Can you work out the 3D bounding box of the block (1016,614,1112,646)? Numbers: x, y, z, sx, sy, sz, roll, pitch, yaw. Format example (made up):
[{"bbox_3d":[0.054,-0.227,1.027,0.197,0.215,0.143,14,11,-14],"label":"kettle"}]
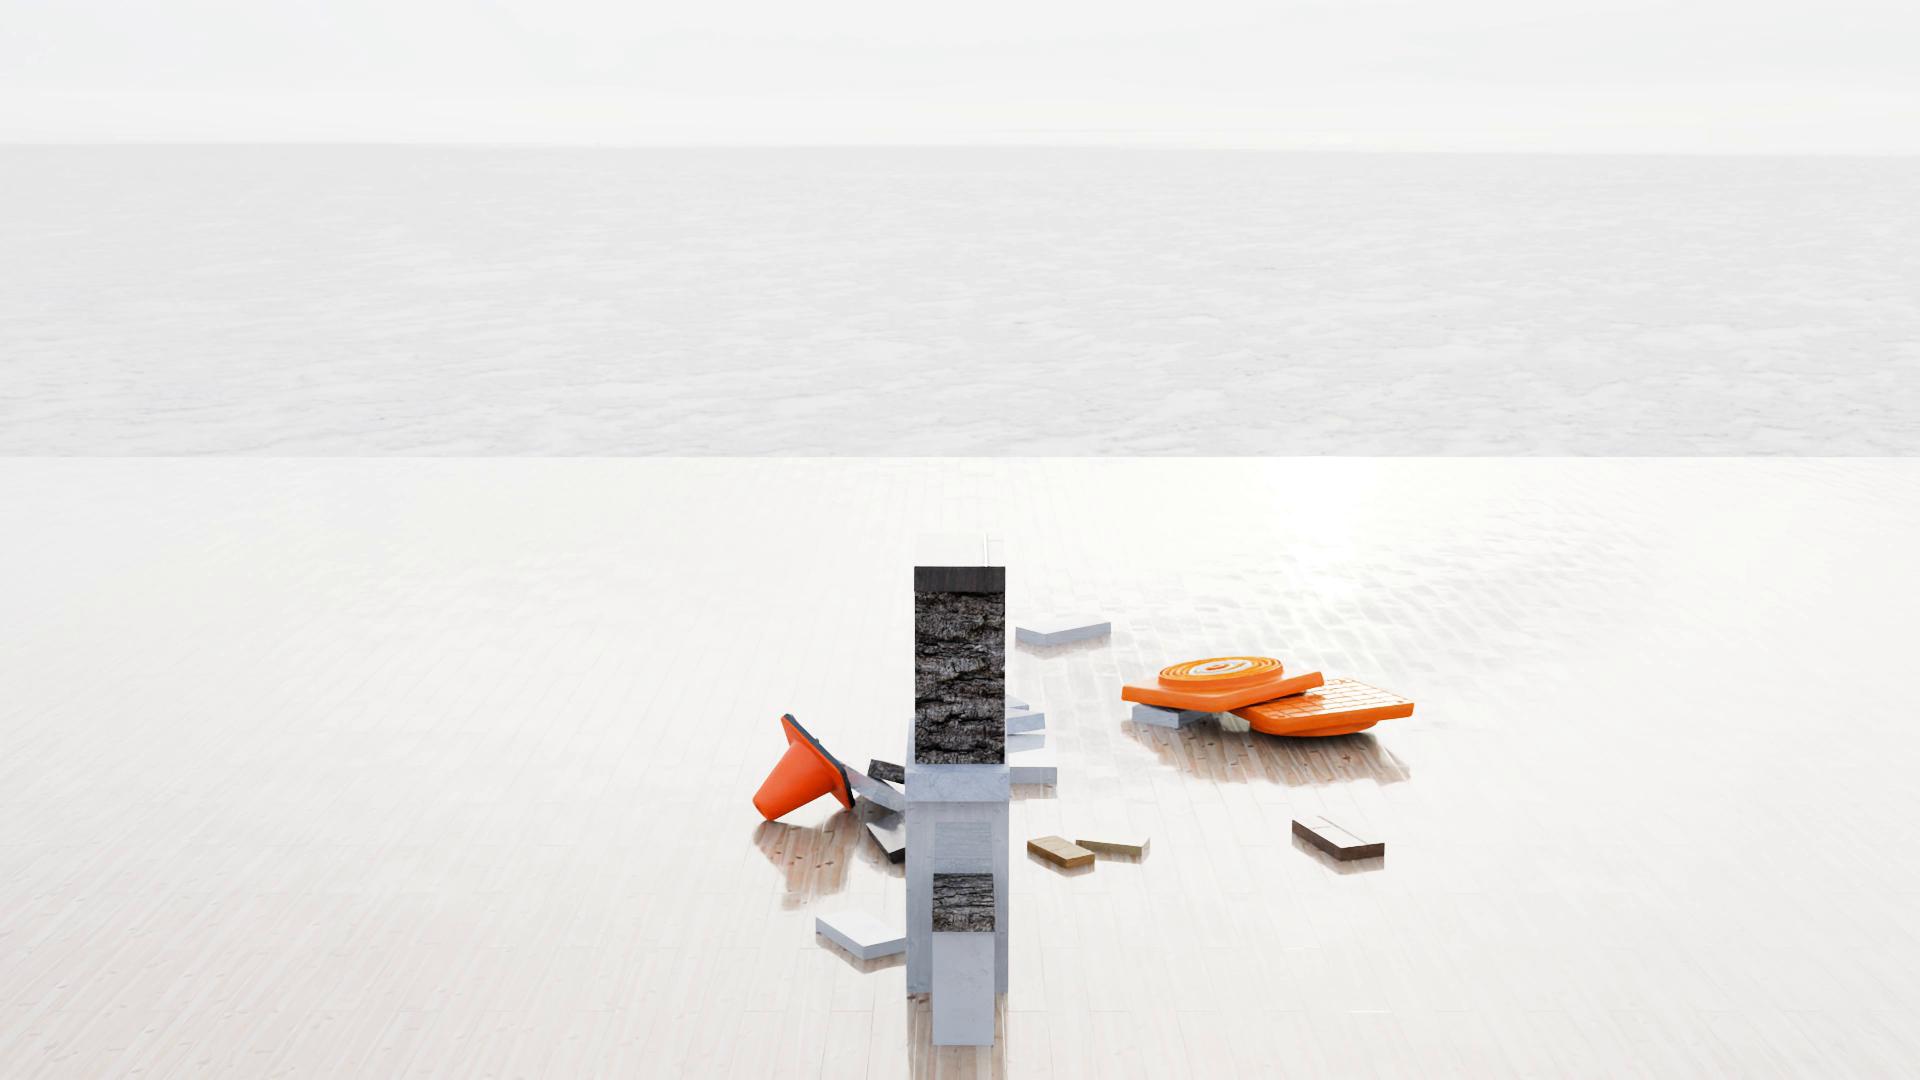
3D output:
[{"bbox_3d":[0.261,0.227,5.539,0.224,0.032,0.112,-8,13,-38],"label":"block"}]

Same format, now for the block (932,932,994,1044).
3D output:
[{"bbox_3d":[0.005,0.616,3.057,0.086,0.172,0.024,0,11,0],"label":"block"}]

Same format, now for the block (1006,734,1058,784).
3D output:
[{"bbox_3d":[0.135,0.436,4.404,0.118,0.033,0.236,0,11,2],"label":"block"}]

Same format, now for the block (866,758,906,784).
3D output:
[{"bbox_3d":[-0.053,0.454,4.113,0.224,0.032,0.112,13,-5,11],"label":"block"}]

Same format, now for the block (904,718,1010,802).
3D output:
[{"bbox_3d":[-0.004,0.328,3.308,0.151,0.043,0.302,0,11,0],"label":"block"}]

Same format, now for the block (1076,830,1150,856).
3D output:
[{"bbox_3d":[0.272,0.537,3.907,0.122,0.017,0.061,4,11,19],"label":"block"}]

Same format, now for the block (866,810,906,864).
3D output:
[{"bbox_3d":[-0.107,0.525,3.900,0.078,0.022,0.170,-20,15,-12],"label":"block"}]

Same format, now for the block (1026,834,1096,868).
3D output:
[{"bbox_3d":[0.176,0.546,3.856,0.061,0.017,0.121,-7,12,-32],"label":"block"}]

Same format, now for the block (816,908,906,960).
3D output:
[{"bbox_3d":[-0.156,0.618,3.457,0.078,0.022,0.157,-6,12,-31],"label":"block"}]

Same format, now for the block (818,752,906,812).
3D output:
[{"bbox_3d":[-0.163,0.462,4.125,0.118,0.033,0.236,26,-4,-29],"label":"block"}]

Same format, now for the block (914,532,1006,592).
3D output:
[{"bbox_3d":[0.000,0.031,3.252,0.131,0.037,0.262,0,11,0],"label":"block"}]

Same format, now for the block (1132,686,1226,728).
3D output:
[{"bbox_3d":[0.479,0.363,4.804,0.112,0.032,0.224,7,13,33],"label":"block"}]

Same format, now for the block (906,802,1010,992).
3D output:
[{"bbox_3d":[-0.004,0.516,3.241,0.151,0.302,0.043,0,11,0],"label":"block"}]

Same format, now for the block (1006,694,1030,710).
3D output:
[{"bbox_3d":[0.075,0.360,4.844,0.085,0.024,0.171,-5,12,-26],"label":"block"}]

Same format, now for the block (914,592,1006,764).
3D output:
[{"bbox_3d":[0.000,0.194,3.193,0.131,0.262,0.037,0,11,0],"label":"block"}]

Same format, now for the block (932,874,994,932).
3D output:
[{"bbox_3d":[0.005,0.509,3.096,0.086,0.024,0.172,0,11,0],"label":"block"}]

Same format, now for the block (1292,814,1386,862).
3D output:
[{"bbox_3d":[0.674,0.530,3.924,0.088,0.025,0.176,-4,11,-20],"label":"block"}]

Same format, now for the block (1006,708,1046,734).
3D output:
[{"bbox_3d":[0.068,0.378,4.613,0.118,0.033,0.236,-6,3,-28],"label":"block"}]
